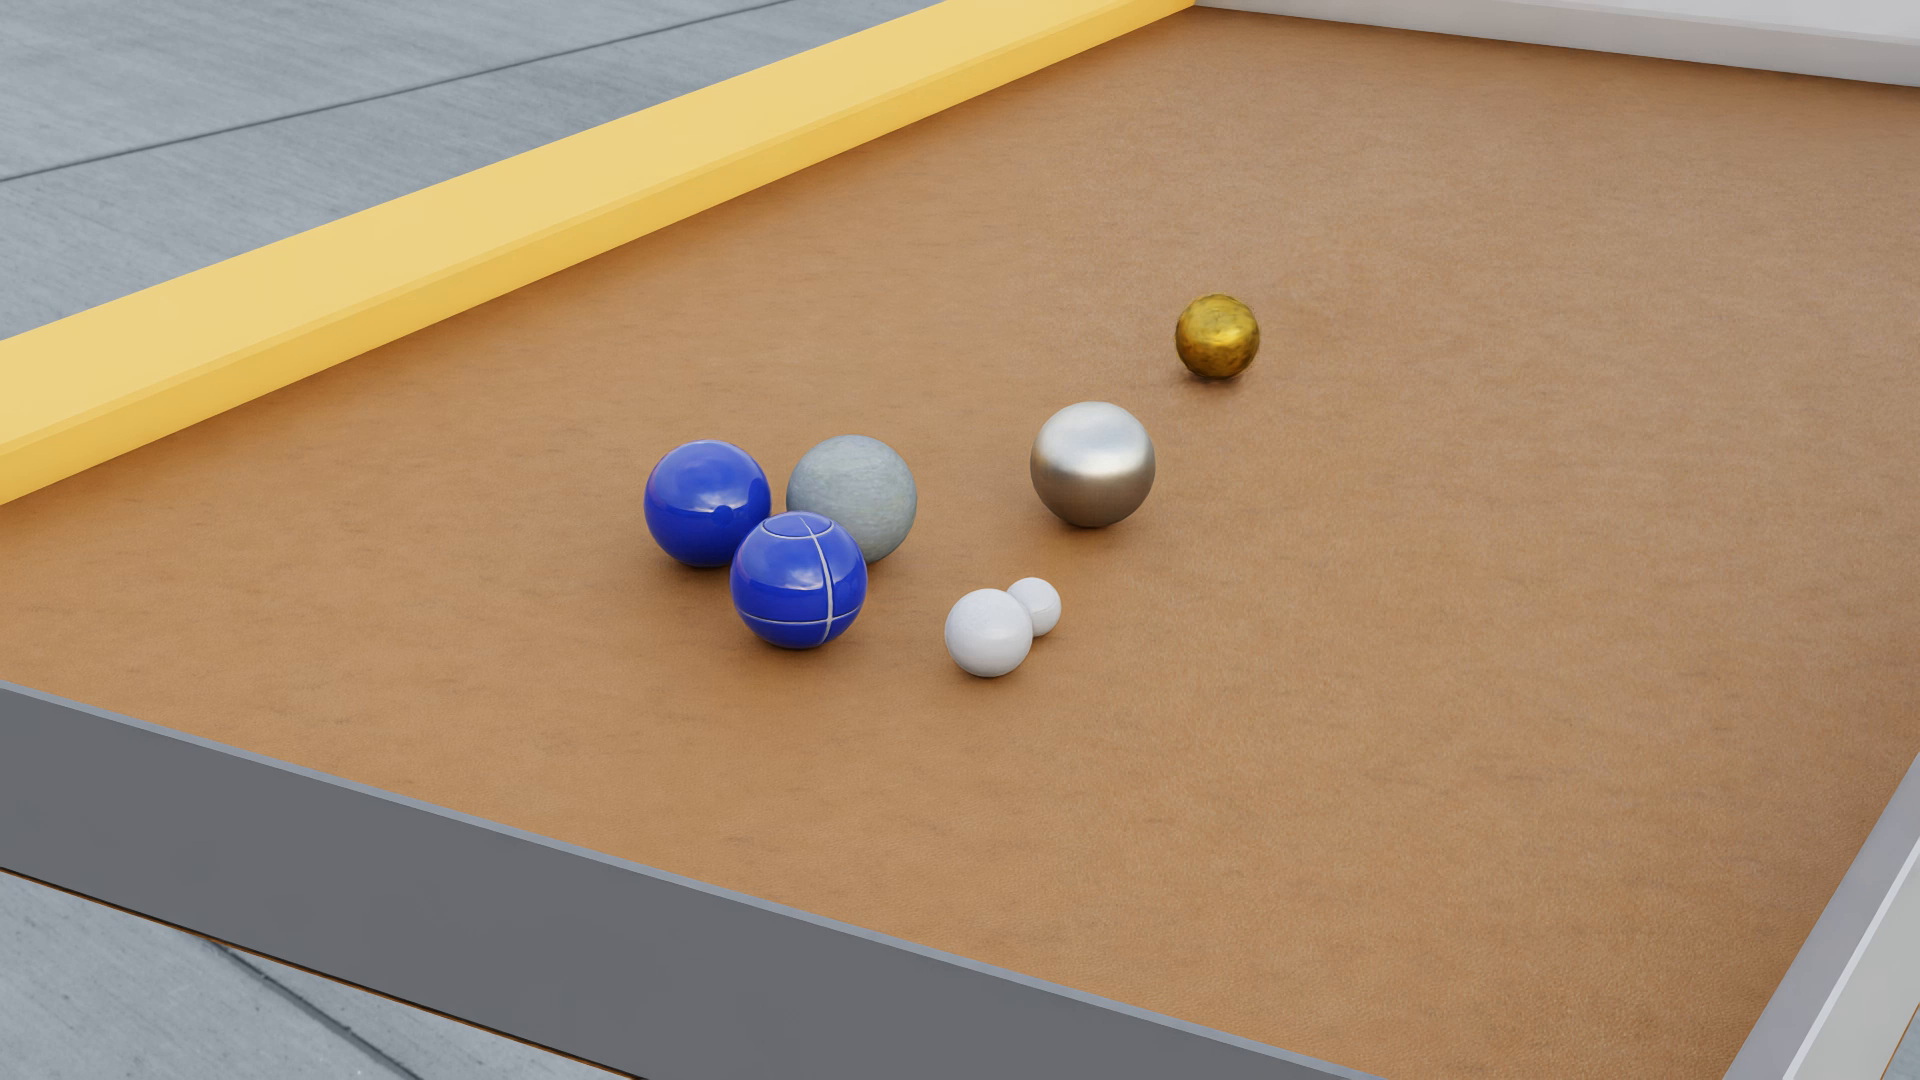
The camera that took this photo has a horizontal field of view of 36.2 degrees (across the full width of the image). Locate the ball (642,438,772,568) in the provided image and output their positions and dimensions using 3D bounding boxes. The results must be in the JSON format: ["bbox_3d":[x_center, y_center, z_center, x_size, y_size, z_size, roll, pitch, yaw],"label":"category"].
[{"bbox_3d":[-0.179,-0.026,2.092,0.092,0.092,0.092,0,22,0],"label":"ball"}]

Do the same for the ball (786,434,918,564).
[{"bbox_3d":[-0.077,-0.028,2.094,0.094,0.094,0.094,0,22,0],"label":"ball"}]

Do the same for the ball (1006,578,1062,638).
[{"bbox_3d":[0.048,0.045,1.984,0.040,0.040,0.040,0,22,0],"label":"ball"}]

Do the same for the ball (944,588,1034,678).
[{"bbox_3d":[0.019,0.061,1.924,0.058,0.058,0.058,0,22,0],"label":"ball"}]

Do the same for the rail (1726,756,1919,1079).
[{"bbox_3d":[0.908,-0.098,2.226,0.045,0.122,2.503,12,25,27],"label":"rail"}]

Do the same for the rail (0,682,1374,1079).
[{"bbox_3d":[-0.297,0.176,1.552,1.425,0.122,0.045,12,25,27],"label":"rail"}]

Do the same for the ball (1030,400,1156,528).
[{"bbox_3d":[0.098,-0.056,2.164,0.093,0.093,0.093,0,22,0],"label":"ball"}]

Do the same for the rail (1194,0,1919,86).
[{"bbox_3d":[0.916,-0.627,3.530,1.425,0.122,0.045,12,25,27],"label":"rail"}]

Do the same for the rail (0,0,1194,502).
[{"bbox_3d":[-0.290,-0.354,2.857,0.045,0.122,2.503,12,25,27],"label":"rail"}]

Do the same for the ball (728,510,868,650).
[{"bbox_3d":[-0.108,0.027,1.961,0.093,0.093,0.093,0,22,0],"label":"ball"}]

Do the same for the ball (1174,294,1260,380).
[{"bbox_3d":[0.216,-0.171,2.475,0.072,0.072,0.072,0,22,0],"label":"ball"}]
